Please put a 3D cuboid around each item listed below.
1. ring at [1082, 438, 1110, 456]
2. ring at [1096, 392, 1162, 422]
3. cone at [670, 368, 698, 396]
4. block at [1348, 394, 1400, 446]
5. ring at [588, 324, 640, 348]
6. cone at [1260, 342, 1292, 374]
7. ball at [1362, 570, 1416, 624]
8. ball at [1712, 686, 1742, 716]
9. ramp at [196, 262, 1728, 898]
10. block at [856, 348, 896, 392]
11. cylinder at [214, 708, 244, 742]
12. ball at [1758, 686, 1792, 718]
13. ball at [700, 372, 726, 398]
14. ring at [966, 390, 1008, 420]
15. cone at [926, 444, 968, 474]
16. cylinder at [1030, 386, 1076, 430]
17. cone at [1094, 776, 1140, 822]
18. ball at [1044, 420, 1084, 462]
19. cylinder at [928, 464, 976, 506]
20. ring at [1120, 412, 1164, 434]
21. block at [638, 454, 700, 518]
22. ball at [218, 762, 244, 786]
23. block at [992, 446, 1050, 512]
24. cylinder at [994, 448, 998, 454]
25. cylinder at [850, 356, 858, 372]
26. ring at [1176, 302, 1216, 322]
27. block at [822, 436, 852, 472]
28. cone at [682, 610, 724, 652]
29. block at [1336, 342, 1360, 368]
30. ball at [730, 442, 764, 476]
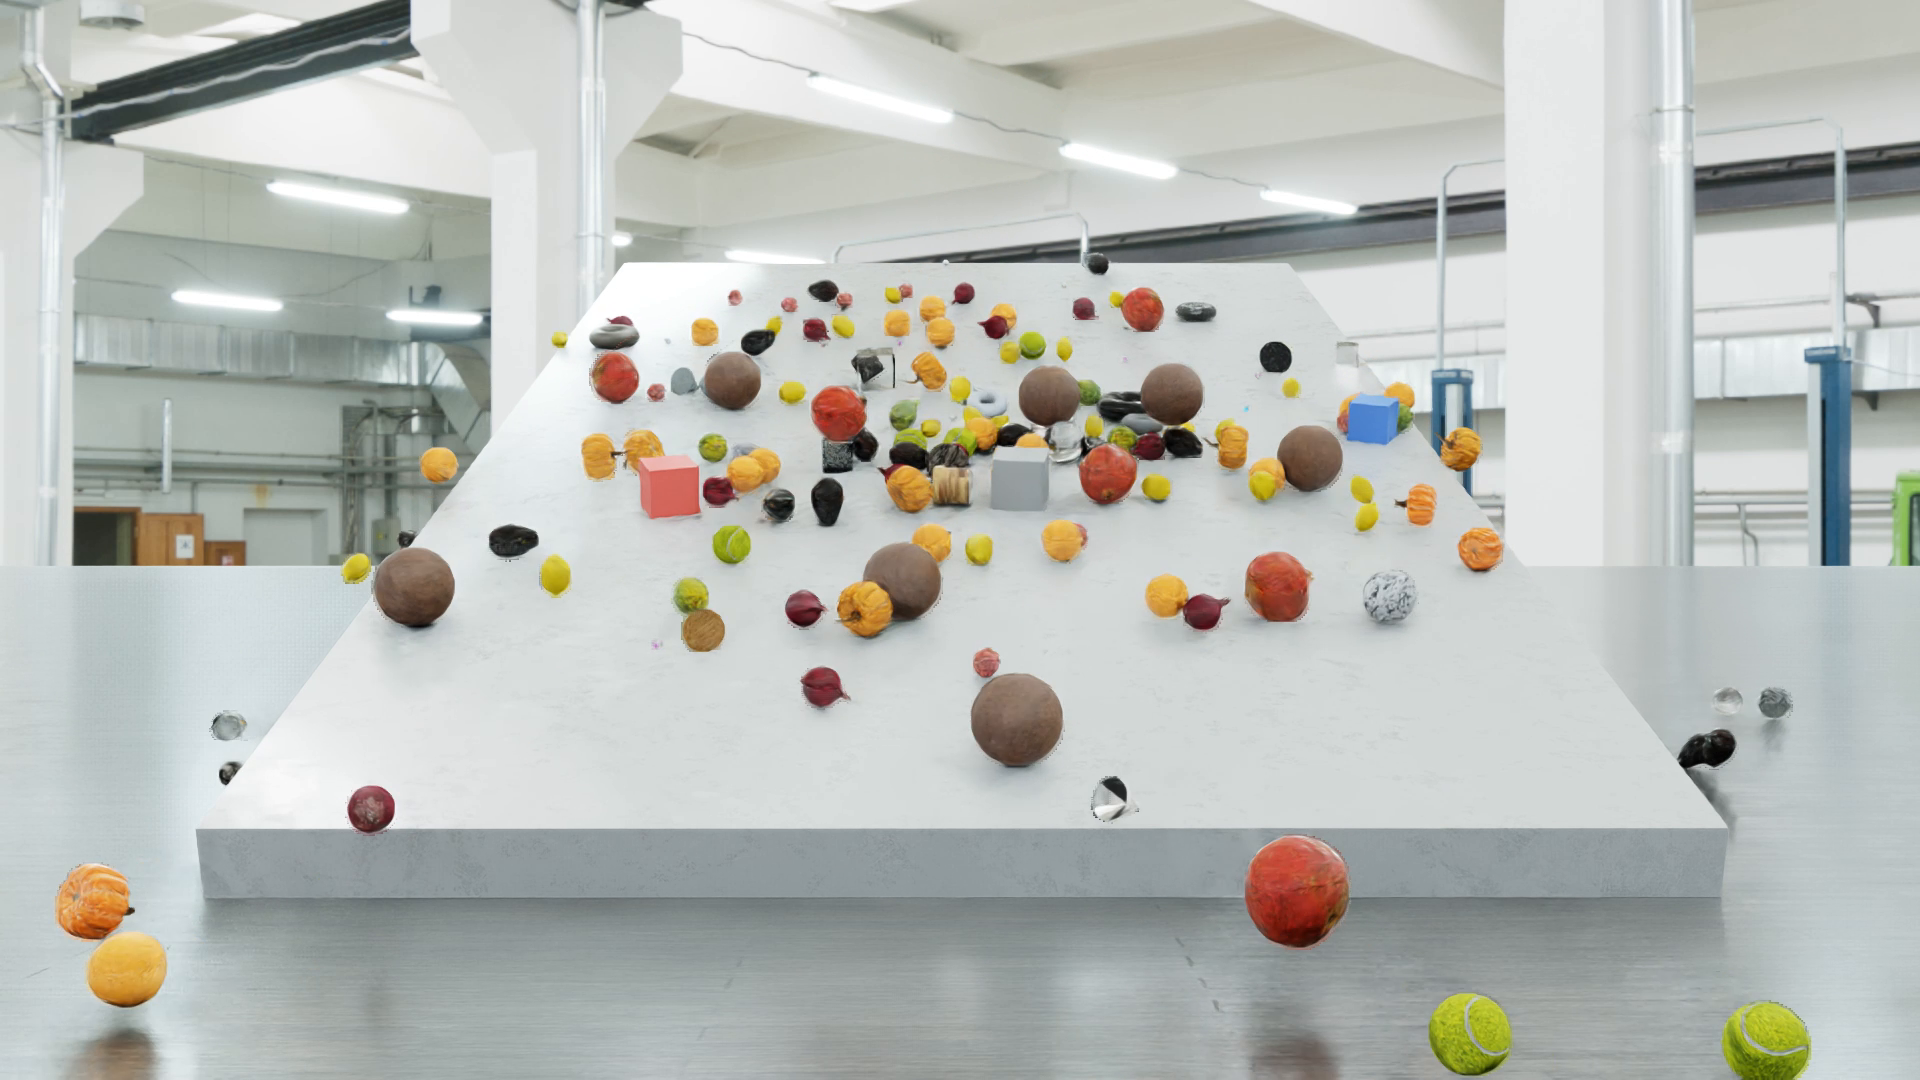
[{"bbox_3d":[0.275,-0.194,4.664,0.079,0.026,0.079,1,18,0],"label":"ring"},{"bbox_3d":[0.375,-0.295,4.947,0.146,0.049,0.146,1,17,0],"label":"ring"},{"bbox_3d":[-0.625,-0.360,5.175,0.067,0.067,0.067,0,-12,32],"label":"cone"},{"bbox_3d":[0.884,-0.258,4.771,0.084,0.084,0.084,8,19,24],"label":"block"},{"bbox_3d":[-0.874,-0.514,5.639,0.129,0.043,0.129,-1,19,0],"label":"ring"},{"bbox_3d":[0.754,-0.432,5.397,0.081,0.081,0.081,0,-9,-6],"label":"cone"},{"bbox_3d":[0.704,0.093,3.659,0.088,0.088,0.088,0,-1,0],"label":"ball"},{"bbox_3d":[2.194,0.461,6.377,0.081,0.081,0.081,0,-1,0],"label":"ball"},{"bbox_3d":[-0.003,-0.182,4.831,2.000,0.100,4.000,0,18,0],"label":"ramp"},{"bbox_3d":[-0.196,-0.398,5.211,0.082,0.082,0.082,-2,18,-7],"label":"block"},{"bbox_3d":[-1.798,0.458,5.489,0.070,0.070,0.070,0,21,-20],"label":"cylinder"},{"bbox_3d":[2.278,0.455,6.242,0.090,0.090,0.090,0,-1,0],"label":"ball"},{"bbox_3d":[-0.566,-0.356,5.111,0.062,0.062,0.062,0,-1,0],"label":"ball"},{"bbox_3d":[0.060,-0.302,4.962,0.094,0.031,0.094,3,38,-2],"label":"ring"},{"bbox_3d":[-0.029,-0.146,4.491,0.083,0.083,0.083,0,-9,-4],"label":"cone"},{"bbox_3d":[0.202,-0.287,4.843,0.093,0.093,0.093,1,0,5],"label":"cylinder"},{"bbox_3d":[0.218,0.348,2.949,0.059,0.059,0.059,20,-14,-40],"label":"cone"},{"bbox_3d":[0.214,-0.203,4.591,0.086,0.086,0.086,0,-1,0],"label":"ball"},{"bbox_3d":[-0.015,-0.106,4.303,0.070,0.070,0.070,-14,-4,14],"label":"cylinder"},{"bbox_3d":[0.395,-0.252,4.839,0.094,0.031,0.094,-1,19,0],"label":"ring"},{"bbox_3d":[-0.555,-0.103,4.261,0.094,0.094,0.094,-6,19,-19],"label":"block"},{"bbox_3d":[-1.417,0.457,4.350,0.052,0.052,0.052,0,-1,0],"label":"ball"},{"bbox_3d":[0.117,-0.118,4.300,0.100,0.100,0.100,3,18,8],"label":"block"},{"bbox_3d":[0.106,-0.139,4.390,0.079,0.079,0.079,5,0,6],"label":"cylinder"},{"bbox_3d":[-0.220,-0.417,5.276,0.057,0.057,0.057,-35,-4,5],"label":"cylinder"},{"bbox_3d":[0.630,-0.609,5.955,0.111,0.037,0.111,1,19,0],"label":"ring"},{"bbox_3d":[-0.249,-0.174,4.542,0.060,0.060,0.060,-1,18,-3],"label":"block"},{"bbox_3d":[-0.417,0.144,3.562,0.068,0.068,0.068,0,-1,-20],"label":"cone"},{"bbox_3d":[0.942,-0.450,5.429,0.052,0.052,0.052,2,18,7],"label":"block"},{"bbox_3d":[-0.430,-0.165,4.500,0.067,0.067,0.067,0,-1,0],"label":"ball"}]
